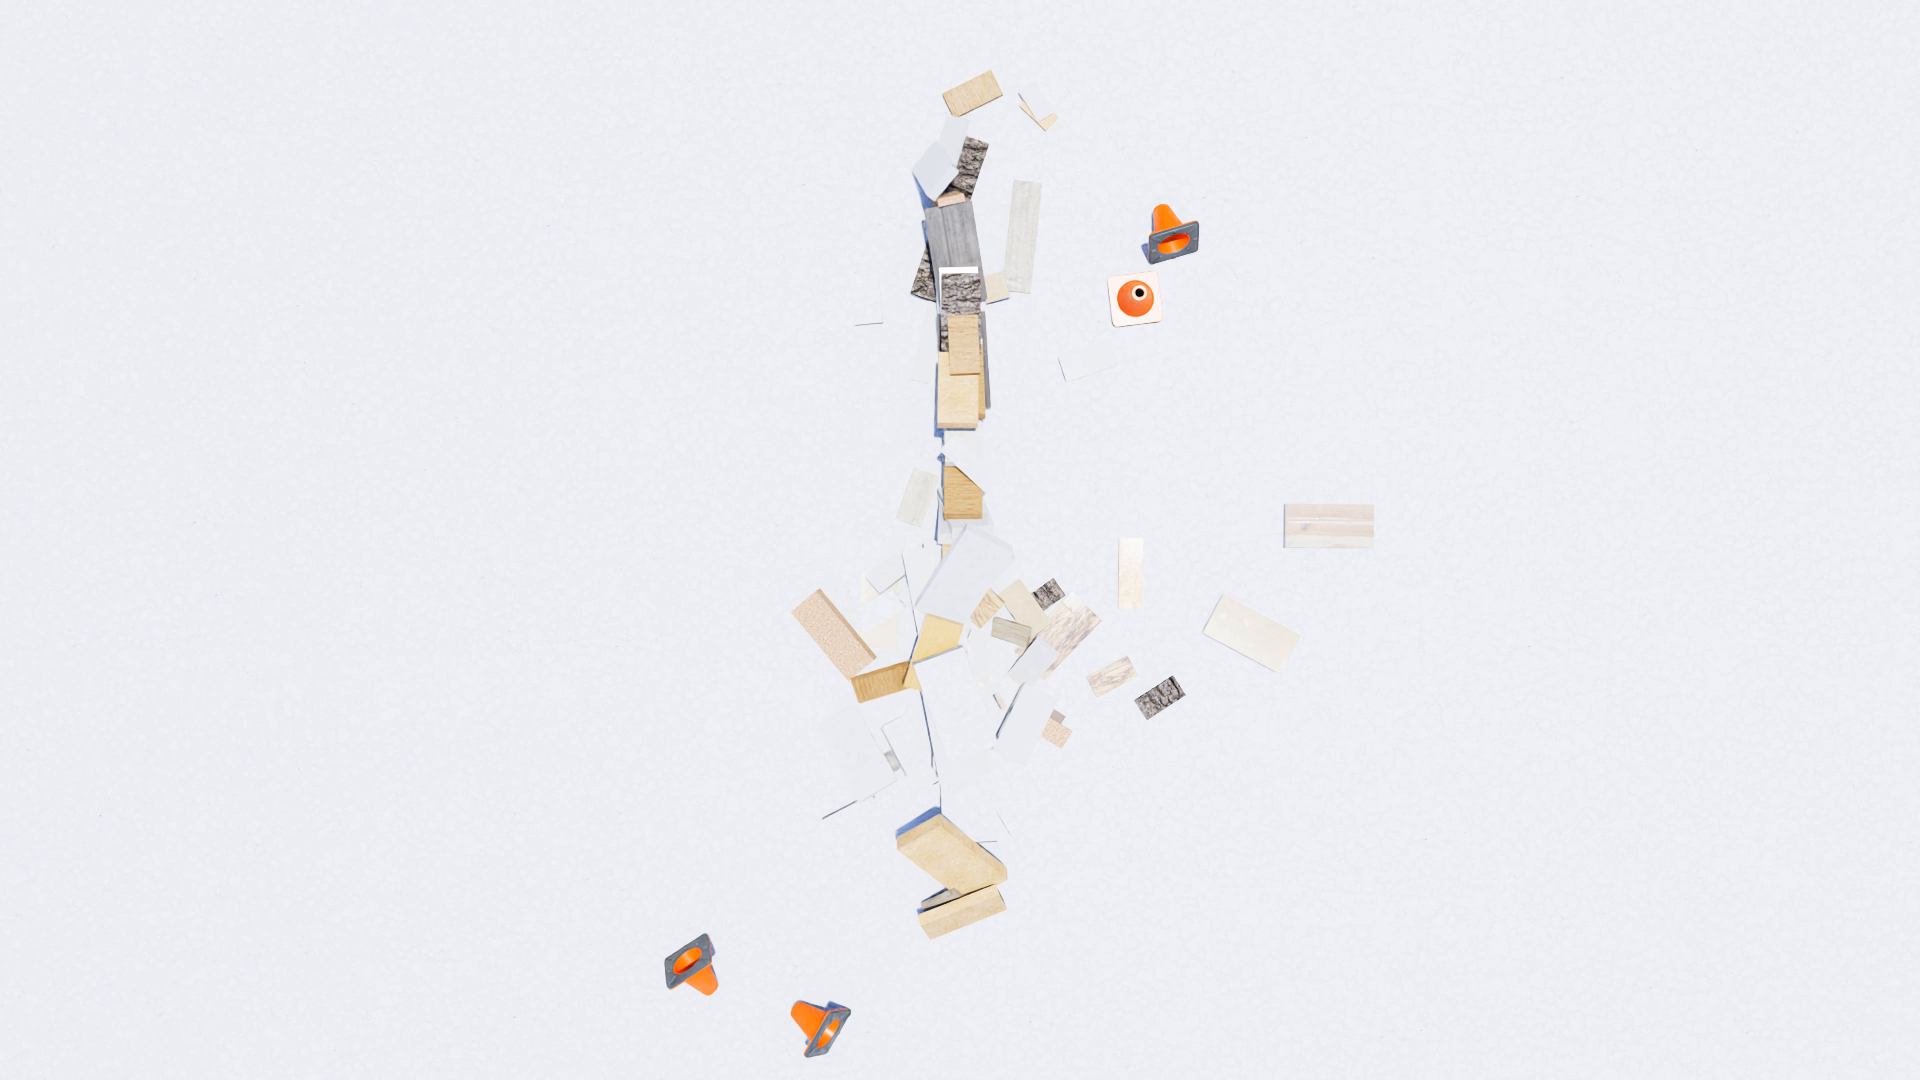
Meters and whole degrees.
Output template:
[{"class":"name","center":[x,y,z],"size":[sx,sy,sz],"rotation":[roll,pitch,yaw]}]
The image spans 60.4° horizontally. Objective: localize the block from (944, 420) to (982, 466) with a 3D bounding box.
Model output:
[{"class":"block","center":[0.010,-0.355,5.318],"size":[0.121,0.034,0.241],"rotation":[-1,67,-2]}]

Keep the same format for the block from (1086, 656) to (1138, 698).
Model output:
[{"class":"block","center":[0.506,0.454,5.489],"size":[0.155,0.022,0.077],"rotation":[-27,90,0]}]

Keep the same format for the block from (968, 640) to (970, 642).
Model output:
[{"class":"block","center":[-0.010,0.392,5.421],"size":[0.068,0.019,0.135],"rotation":[10,87,5]}]

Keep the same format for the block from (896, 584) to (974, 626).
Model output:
[{"class":"block","center":[-0.082,0.221,5.439],"size":[0.234,0.033,0.117],"rotation":[43,107,-2]}]

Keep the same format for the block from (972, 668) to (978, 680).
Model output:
[{"class":"block","center":[0.007,0.510,5.347],"size":[0.098,0.028,0.195],"rotation":[1,84,0]}]

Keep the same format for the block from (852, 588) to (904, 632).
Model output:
[{"class":"block","center":[-0.270,0.233,5.454],"size":[0.157,0.022,0.079],"rotation":[-32,90,0]}]

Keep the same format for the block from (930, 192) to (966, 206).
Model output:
[{"class":"block","center":[-0.041,-1.110,5.366],"size":[0.087,0.175,0.025],"rotation":[-13,106,-5]}]

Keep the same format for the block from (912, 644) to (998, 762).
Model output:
[{"class":"block","center":[-0.014,0.518,5.221],"size":[0.167,0.047,0.334],"rotation":[-20,98,-1]}]

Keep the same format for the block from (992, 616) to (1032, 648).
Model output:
[{"class":"block","center":[0.170,0.303,5.453],"size":[0.135,0.019,0.068],"rotation":[16,107,26]}]

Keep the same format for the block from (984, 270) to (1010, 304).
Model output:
[{"class":"block","center":[0.072,-0.826,5.467],"size":[0.175,0.025,0.087],"rotation":[-15,101,8]}]

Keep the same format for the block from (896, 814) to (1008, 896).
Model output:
[{"class":"block","center":[-0.024,1.036,5.355],"size":[0.177,0.050,0.355],"rotation":[-32,124,22]}]

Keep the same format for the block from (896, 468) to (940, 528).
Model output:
[{"class":"block","center":[-0.142,-0.141,5.487],"size":[0.091,0.026,0.182],"rotation":[20,90,0]}]

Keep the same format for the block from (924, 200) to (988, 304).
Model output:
[{"class":"block","center":[-0.014,-0.929,5.360],"size":[0.159,0.045,0.318],"rotation":[-9,102,1]}]

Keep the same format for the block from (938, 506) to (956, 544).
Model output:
[{"class":"block","center":[-0.002,-0.072,5.373],"size":[0.135,0.271,0.038],"rotation":[1,121,0]}]

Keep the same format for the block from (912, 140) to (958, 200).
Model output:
[{"class":"block","center":[-0.083,-1.205,5.374],"size":[0.035,0.246,0.123],"rotation":[33,109,-30]}]

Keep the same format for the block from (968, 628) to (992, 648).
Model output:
[{"class":"block","center":[0.048,0.364,5.438],"size":[0.068,0.019,0.135],"rotation":[21,88,6]}]

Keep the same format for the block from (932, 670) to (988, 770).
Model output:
[{"class":"block","center":[0.003,0.580,5.428],"size":[0.177,0.050,0.355],"rotation":[1,74,0]}]

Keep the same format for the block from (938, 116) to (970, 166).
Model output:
[{"class":"block","center":[-0.031,-1.313,5.464],"size":[0.087,0.025,0.175],"rotation":[18,90,37]}]

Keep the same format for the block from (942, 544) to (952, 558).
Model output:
[{"class":"block","center":[0.013,-0.027,5.374],"size":[0.135,0.271,0.038],"rotation":[1,121,0]}]

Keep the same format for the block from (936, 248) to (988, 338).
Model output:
[{"class":"block","center":[0.003,-0.794,5.436],"size":[0.159,0.045,0.318],"rotation":[-5,102,0]}]

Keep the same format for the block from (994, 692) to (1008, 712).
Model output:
[{"class":"block","center":[0.136,0.533,5.443],"size":[0.016,0.114,0.057],"rotation":[-28,90,0]}]

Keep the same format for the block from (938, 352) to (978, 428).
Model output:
[{"class":"block","center":[-0.006,-0.478,5.249],"size":[0.127,0.036,0.254],"rotation":[1,67,0]}]

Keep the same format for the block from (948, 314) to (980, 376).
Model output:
[{"class":"block","center":[0.012,-0.620,5.252],"size":[0.096,0.027,0.192],"rotation":[-2,80,-1]}]

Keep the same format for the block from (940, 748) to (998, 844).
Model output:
[{"class":"block","center":[0.025,0.814,5.415],"size":[0.177,0.050,0.355],"rotation":[-3,74,-1]}]

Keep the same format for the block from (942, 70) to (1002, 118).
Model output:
[{"class":"block","center":[0.042,-1.482,5.487],"size":[0.181,0.026,0.090],"rotation":[-26,90,0]}]

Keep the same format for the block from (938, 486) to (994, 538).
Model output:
[{"class":"block","center":[0.018,-0.094,5.336],"size":[0.135,0.271,0.038],"rotation":[-5,121,-9]}]

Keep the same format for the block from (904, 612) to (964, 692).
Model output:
[{"class":"block","center":[-0.085,0.368,5.289],"size":[0.123,0.035,0.247],"rotation":[17,102,-6]}]

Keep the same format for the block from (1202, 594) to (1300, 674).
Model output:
[{"class":"block","center":[0.967,0.312,5.479],"size":[0.290,0.041,0.145],"rotation":[28,90,0]}]

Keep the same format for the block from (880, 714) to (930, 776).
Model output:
[{"class":"block","center":[-0.182,0.681,5.470],"size":[0.091,0.026,0.183],"rotation":[-28,89,-20]}]

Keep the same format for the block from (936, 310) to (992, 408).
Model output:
[{"class":"block","center":[0.014,-0.591,5.435],"size":[0.159,0.045,0.318],"rotation":[-4,103,0]}]

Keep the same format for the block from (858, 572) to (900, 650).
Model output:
[{"class":"block","center":[-0.269,0.235,5.483],"size":[0.123,0.035,0.247],"rotation":[3,90,0]}]

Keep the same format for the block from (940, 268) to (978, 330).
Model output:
[{"class":"block","center":[-0.002,-0.756,5.338],"size":[0.123,0.035,0.246],"rotation":[-2,93,-1]}]

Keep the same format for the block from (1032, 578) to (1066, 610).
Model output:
[{"class":"block","center":[0.274,0.196,5.490],"size":[0.142,0.020,0.071],"rotation":[-36,90,0]}]

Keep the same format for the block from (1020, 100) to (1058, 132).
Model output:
[{"class":"block","center":[0.262,-1.426,5.491],"size":[0.123,0.017,0.062],"rotation":[44,90,0]}]

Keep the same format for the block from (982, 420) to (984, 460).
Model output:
[{"class":"block","center":[0.015,-0.284,5.387],"size":[0.121,0.034,0.241],"rotation":[0,96,-1]}]

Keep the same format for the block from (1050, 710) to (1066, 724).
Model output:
[{"class":"block","center":[0.276,0.579,5.490],"size":[0.138,0.020,0.069],"rotation":[32,90,0]}]

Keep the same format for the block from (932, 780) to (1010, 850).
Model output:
[{"class":"block","center":[0.039,0.897,5.480],"size":[0.138,0.039,0.275],"rotation":[-30,90,0]}]
